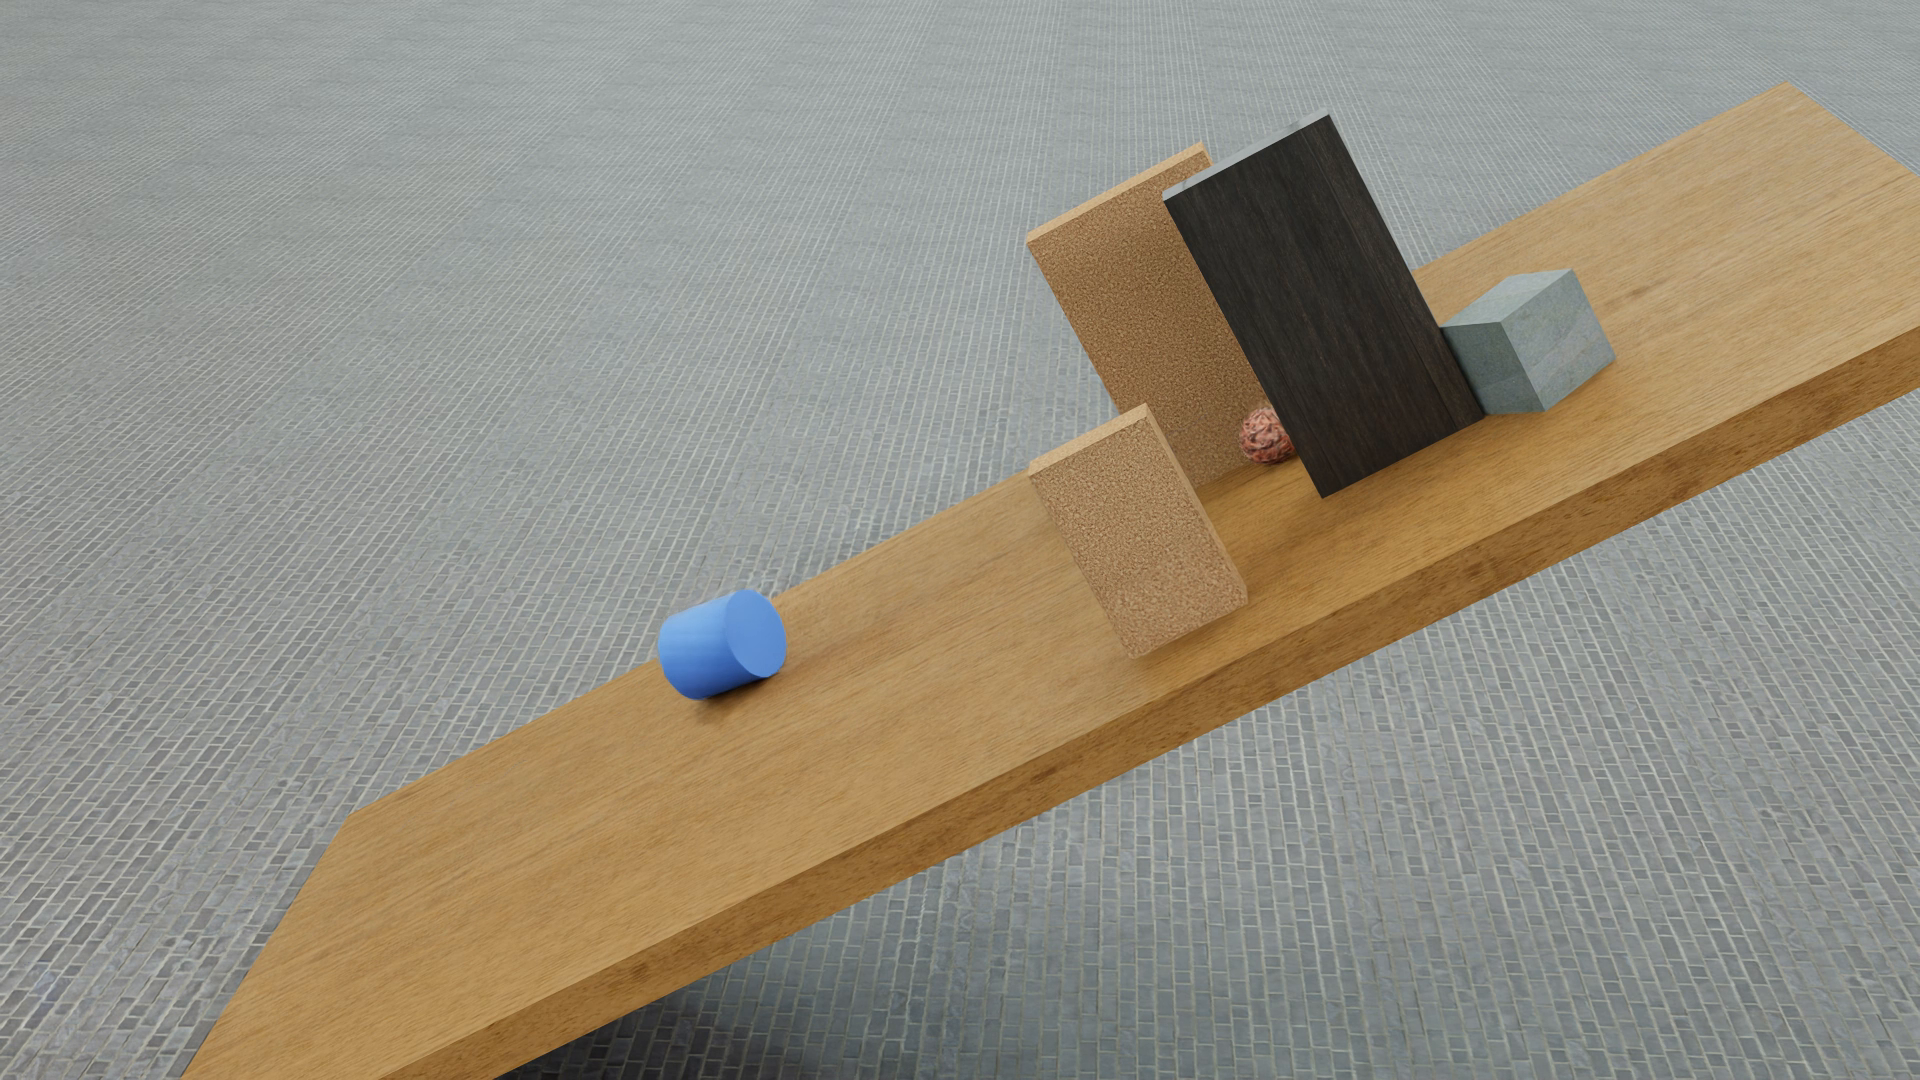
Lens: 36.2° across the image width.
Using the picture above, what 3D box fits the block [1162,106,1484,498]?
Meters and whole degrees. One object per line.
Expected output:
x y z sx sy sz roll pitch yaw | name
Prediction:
0.709 -0.458 5.731 0.353 0.675 0.096 -27 14 11 | block

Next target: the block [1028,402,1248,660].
0.333 -0.014 5.486 0.245 0.408 0.099 -27 14 11 | block

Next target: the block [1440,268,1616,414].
1.096 -0.382 5.681 0.199 0.199 0.199 -35 15 -21 | block

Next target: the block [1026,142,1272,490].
0.479 -0.460 6.261 0.416 0.644 0.110 -27 14 11 | block

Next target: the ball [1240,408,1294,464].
0.648 -0.218 6.161 0.121 0.121 0.121 0 18 0 | ball

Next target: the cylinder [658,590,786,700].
-0.546 0.240 6.755 0.208 0.208 0.208 -20 4 35 | cylinder

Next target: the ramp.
0.141 0.167 6.282 4.000 0.100 2.000 -27 14 11 | ramp
